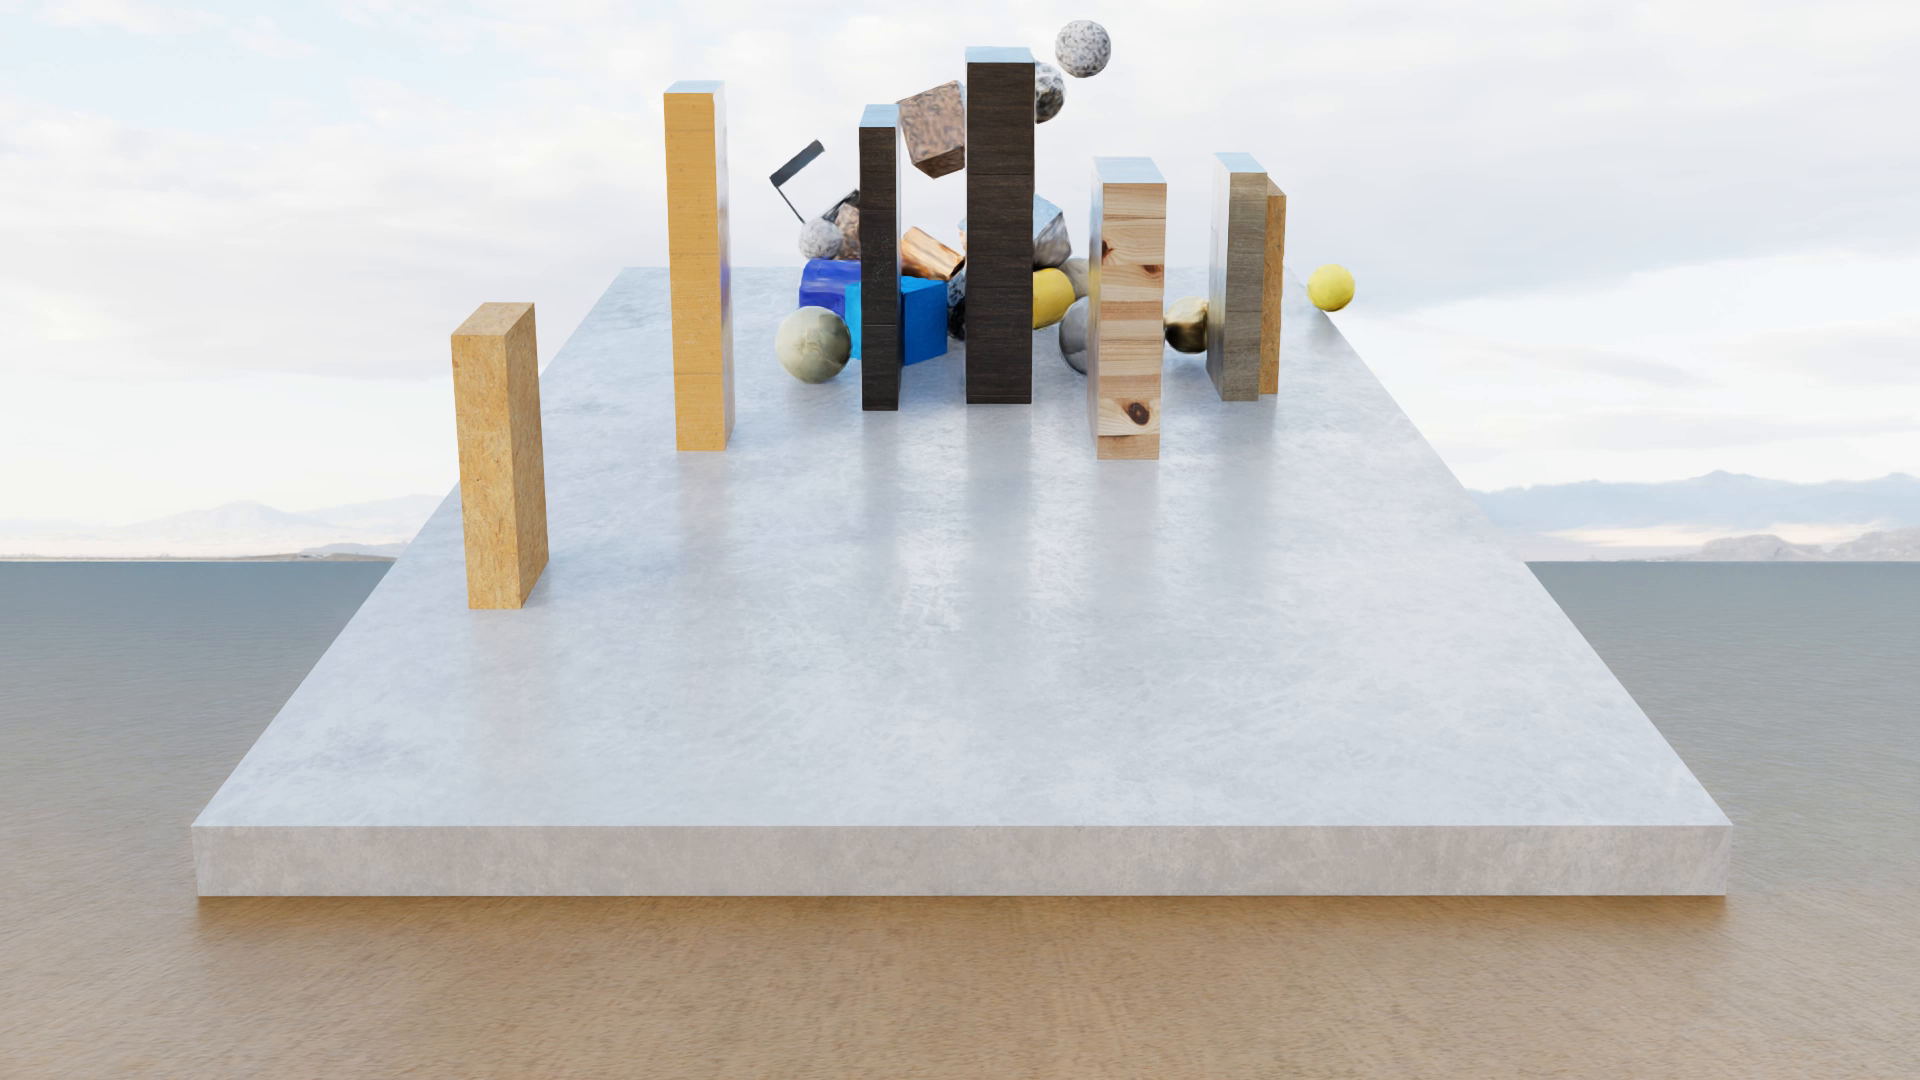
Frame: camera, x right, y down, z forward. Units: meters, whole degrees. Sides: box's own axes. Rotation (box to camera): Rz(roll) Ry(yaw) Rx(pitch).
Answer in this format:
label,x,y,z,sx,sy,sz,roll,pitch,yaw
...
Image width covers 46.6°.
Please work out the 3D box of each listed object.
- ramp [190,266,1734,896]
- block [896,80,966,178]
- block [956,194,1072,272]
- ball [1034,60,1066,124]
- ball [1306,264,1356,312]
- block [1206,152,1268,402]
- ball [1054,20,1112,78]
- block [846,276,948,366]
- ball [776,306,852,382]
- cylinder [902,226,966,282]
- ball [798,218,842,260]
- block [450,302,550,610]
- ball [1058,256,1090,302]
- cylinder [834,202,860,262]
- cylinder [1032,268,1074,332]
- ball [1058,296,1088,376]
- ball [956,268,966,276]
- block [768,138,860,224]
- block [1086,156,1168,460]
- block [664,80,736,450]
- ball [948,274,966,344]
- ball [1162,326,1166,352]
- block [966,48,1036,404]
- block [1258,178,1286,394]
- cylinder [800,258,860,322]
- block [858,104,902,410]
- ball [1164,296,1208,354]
label,x,y,z,sx,sy,sz,roll,pitch,yaw
ramp,-0.003,-0.178,4.811,2.000,0.100,4.000,0,17,0
block,-0.044,-1.197,6.505,0.194,0.194,0.194,-17,-9,17
block,0.147,-0.799,5.926,0.199,0.199,0.199,35,-15,25
ball,0.223,-1.323,6.584,0.183,0.183,0.183,0,0,0
ball,1.008,-0.684,6.049,0.130,0.130,0.130,0,0,0
block,0.640,-0.616,5.172,0.084,0.521,0.334,0,17,0
ball,0.342,-1.364,6.182,0.160,0.160,0.160,0,0,0
block,-0.156,-0.545,5.513,0.181,0.181,0.181,12,21,33
ball,-0.344,-0.460,5.241,0.181,0.181,0.181,0,0,0
cylinder,-0.097,-0.742,6.065,0.165,0.165,0.165,33,3,5
ball,-0.372,-0.796,5.932,0.118,0.118,0.118,0,0,0
block,-0.773,-0.146,3.760,0.087,0.464,0.269,0,17,0
ball,0.319,-0.688,6.016,0.154,0.154,0.154,0,0,0
cylinder,-0.273,-0.812,6.111,0.176,0.176,0.176,22,9,-4
cylinder,0.197,-0.623,5.807,0.146,0.146,0.146,0,16,45
ball,0.333,-0.484,5.287,0.201,0.201,0.201,0,0,0
ball,0.042,-0.653,5.913,0.148,0.148,0.148,0,0,0
block,-0.392,-0.970,6.167,0.172,0.172,0.172,-38,-10,5
block,0.348,-0.498,4.709,0.128,0.571,0.393,0,17,0
block,-0.543,-0.576,4.673,0.101,0.740,0.242,0,17,0
ball,0.031,-0.581,5.597,0.181,0.181,0.181,0,0,0
ball,0.436,-0.489,5.421,0.130,0.130,0.130,0,0,0
block,0.088,-0.731,5.134,0.149,0.762,0.384,0,17,0
block,0.695,-0.616,5.279,0.081,0.459,0.397,0,17,0
cylinder,-0.303,-0.641,5.821,0.180,0.180,0.180,6,1,17
block,-0.180,-0.658,5.118,0.081,0.631,0.445,0,17,0
ball,0.571,-0.530,5.491,0.144,0.144,0.144,0,0,0
